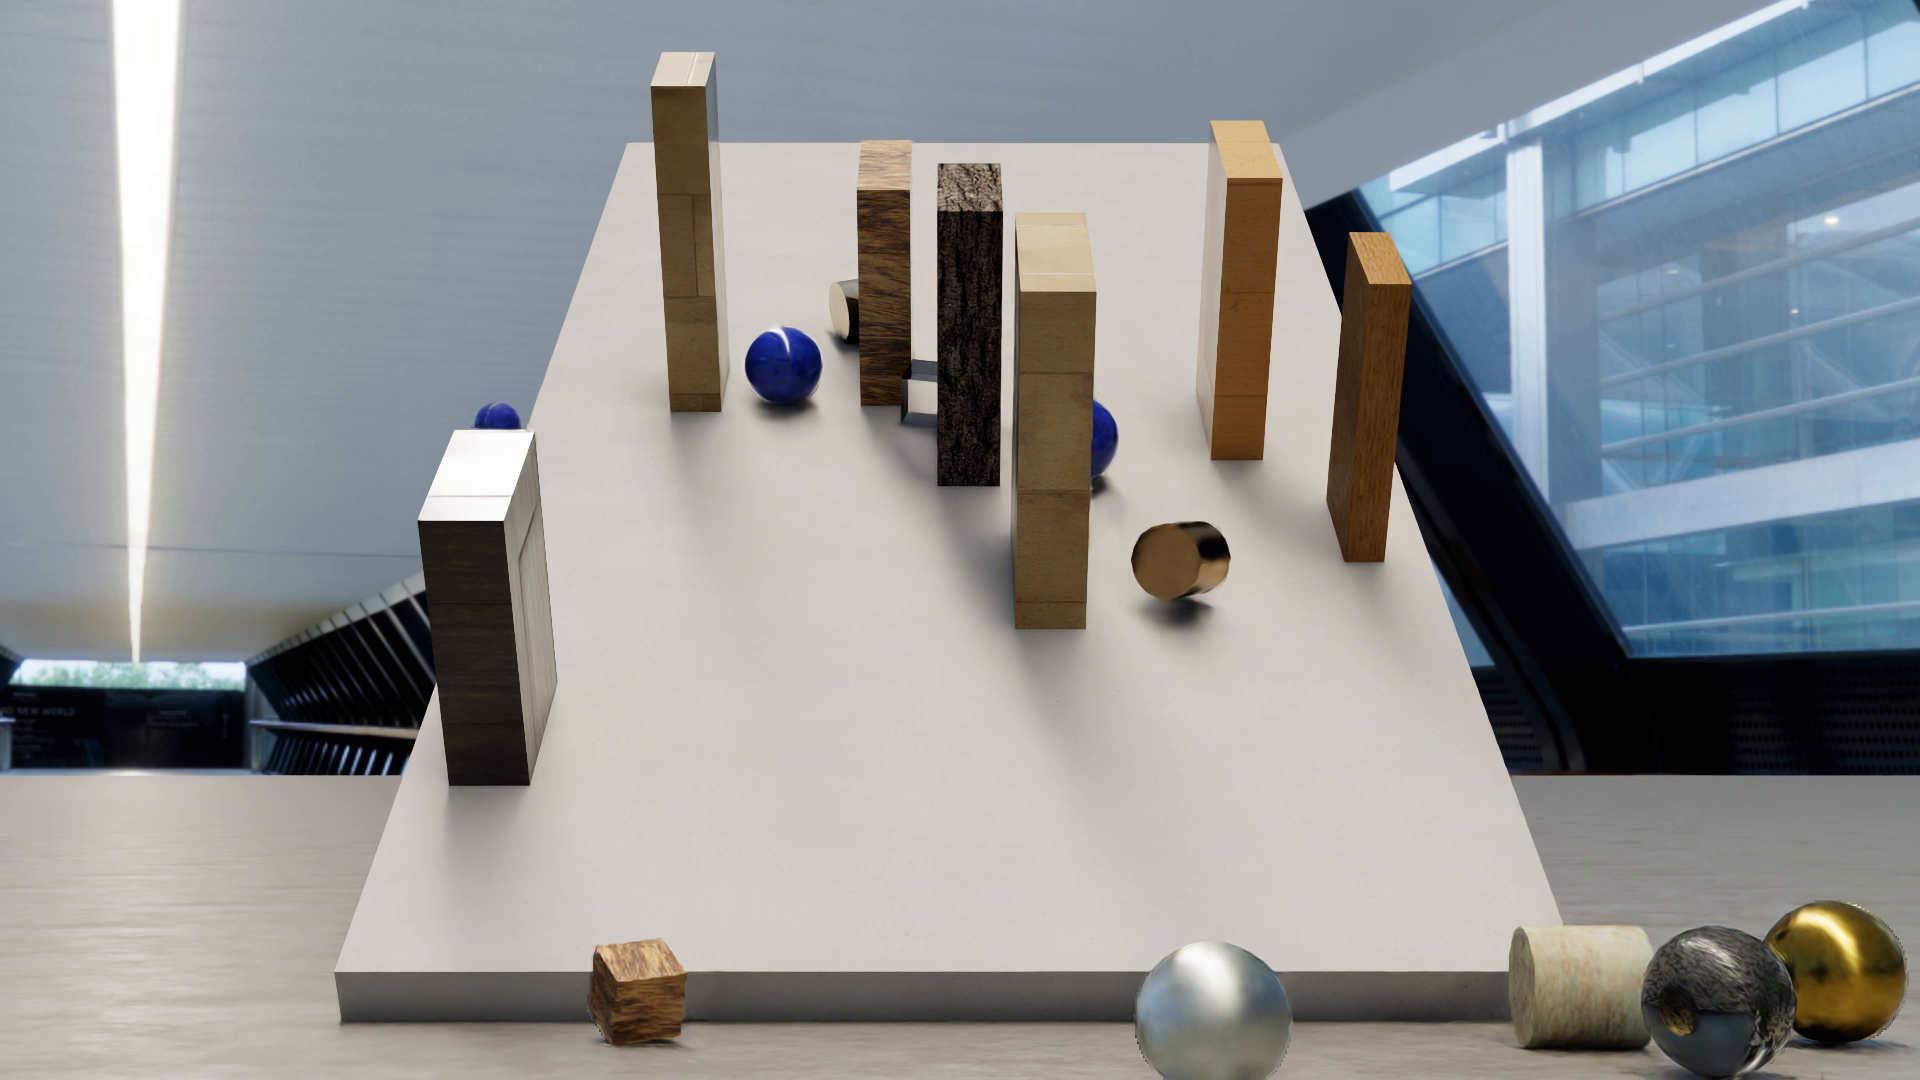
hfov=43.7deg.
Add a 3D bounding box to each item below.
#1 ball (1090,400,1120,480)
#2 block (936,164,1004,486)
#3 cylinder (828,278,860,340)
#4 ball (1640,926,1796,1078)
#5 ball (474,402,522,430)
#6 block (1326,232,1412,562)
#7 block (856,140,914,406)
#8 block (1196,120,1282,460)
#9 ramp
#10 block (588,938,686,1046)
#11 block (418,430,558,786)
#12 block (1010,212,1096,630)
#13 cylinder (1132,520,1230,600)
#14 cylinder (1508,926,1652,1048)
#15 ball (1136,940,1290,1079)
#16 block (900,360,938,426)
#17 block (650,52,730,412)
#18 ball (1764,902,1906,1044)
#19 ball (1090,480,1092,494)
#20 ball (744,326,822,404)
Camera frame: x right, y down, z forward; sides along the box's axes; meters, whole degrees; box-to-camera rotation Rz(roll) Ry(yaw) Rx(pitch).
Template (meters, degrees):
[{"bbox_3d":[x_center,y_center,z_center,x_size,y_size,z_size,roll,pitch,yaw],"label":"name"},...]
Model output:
[{"bbox_3d":[0.256,-0.226,5.326,0.195,0.195,0.195,0,-5,0],"label":"ball"},{"bbox_3d":[0.020,-0.476,5.309,0.139,0.649,0.296,0,29,0],"label":"block"},{"bbox_3d":[-0.236,-0.588,6.037,0.149,0.149,0.149,-11,-1,-20],"label":"cylinder"},{"bbox_3d":[1.007,0.613,3.182,0.198,0.198,0.198,0,-5,0],"label":"ball"},{"bbox_3d":[-1.063,-0.264,5.505,0.108,0.108,0.108,0,-5,0],"label":"ball"},{"bbox_3d":[0.851,-0.297,5.007,0.084,0.629,0.280,0,29,0],"label":"block"},{"bbox_3d":[-0.176,-0.640,5.722,0.122,0.542,0.342,0,29,0],"label":"block"},{"bbox_3d":[0.630,-0.569,5.456,0.119,0.676,0.377,0,29,0],"label":"block"},{"bbox_3d":[-0.012,-0.220,5.622,2.000,0.100,4.000,0,29,0],"label":"ramp"},{"bbox_3d":[-0.483,0.675,3.580,0.107,0.107,0.107,-3,22,-28],"label":"block"},{"bbox_3d":[-0.845,0.121,4.321,0.145,0.540,0.347,0,29,0],"label":"block"},{"bbox_3d":[0.181,-0.239,4.793,0.141,0.728,0.409,0,29,0],"label":"block"},{"bbox_3d":[0.446,0.039,4.827,0.150,0.150,0.150,-3,2,30],"label":"cylinder"},{"bbox_3d":[0.915,0.658,3.527,0.175,0.175,0.175,0,-5,0],"label":"cylinder"},{"bbox_3d":[0.315,0.597,2.988,0.192,0.192,0.192,0,-5,0],"label":"ball"},{"bbox_3d":[-0.069,-0.344,5.627,0.114,0.114,0.114,7,29,12],"label":"block"},{"bbox_3d":[-0.625,-0.713,5.586,0.121,0.797,0.249,0,29,0],"label":"block"},{"bbox_3d":[1.299,0.644,3.568,0.209,0.209,0.209,0,-5,0],"label":"ball"},{"bbox_3d":[0.228,-0.113,5.158,0.113,0.113,0.113,0,-5,0],"label":"ball"},{"bbox_3d":[-0.418,-0.414,5.680,0.184,0.184,0.184,0,-5,0],"label":"ball"}]
